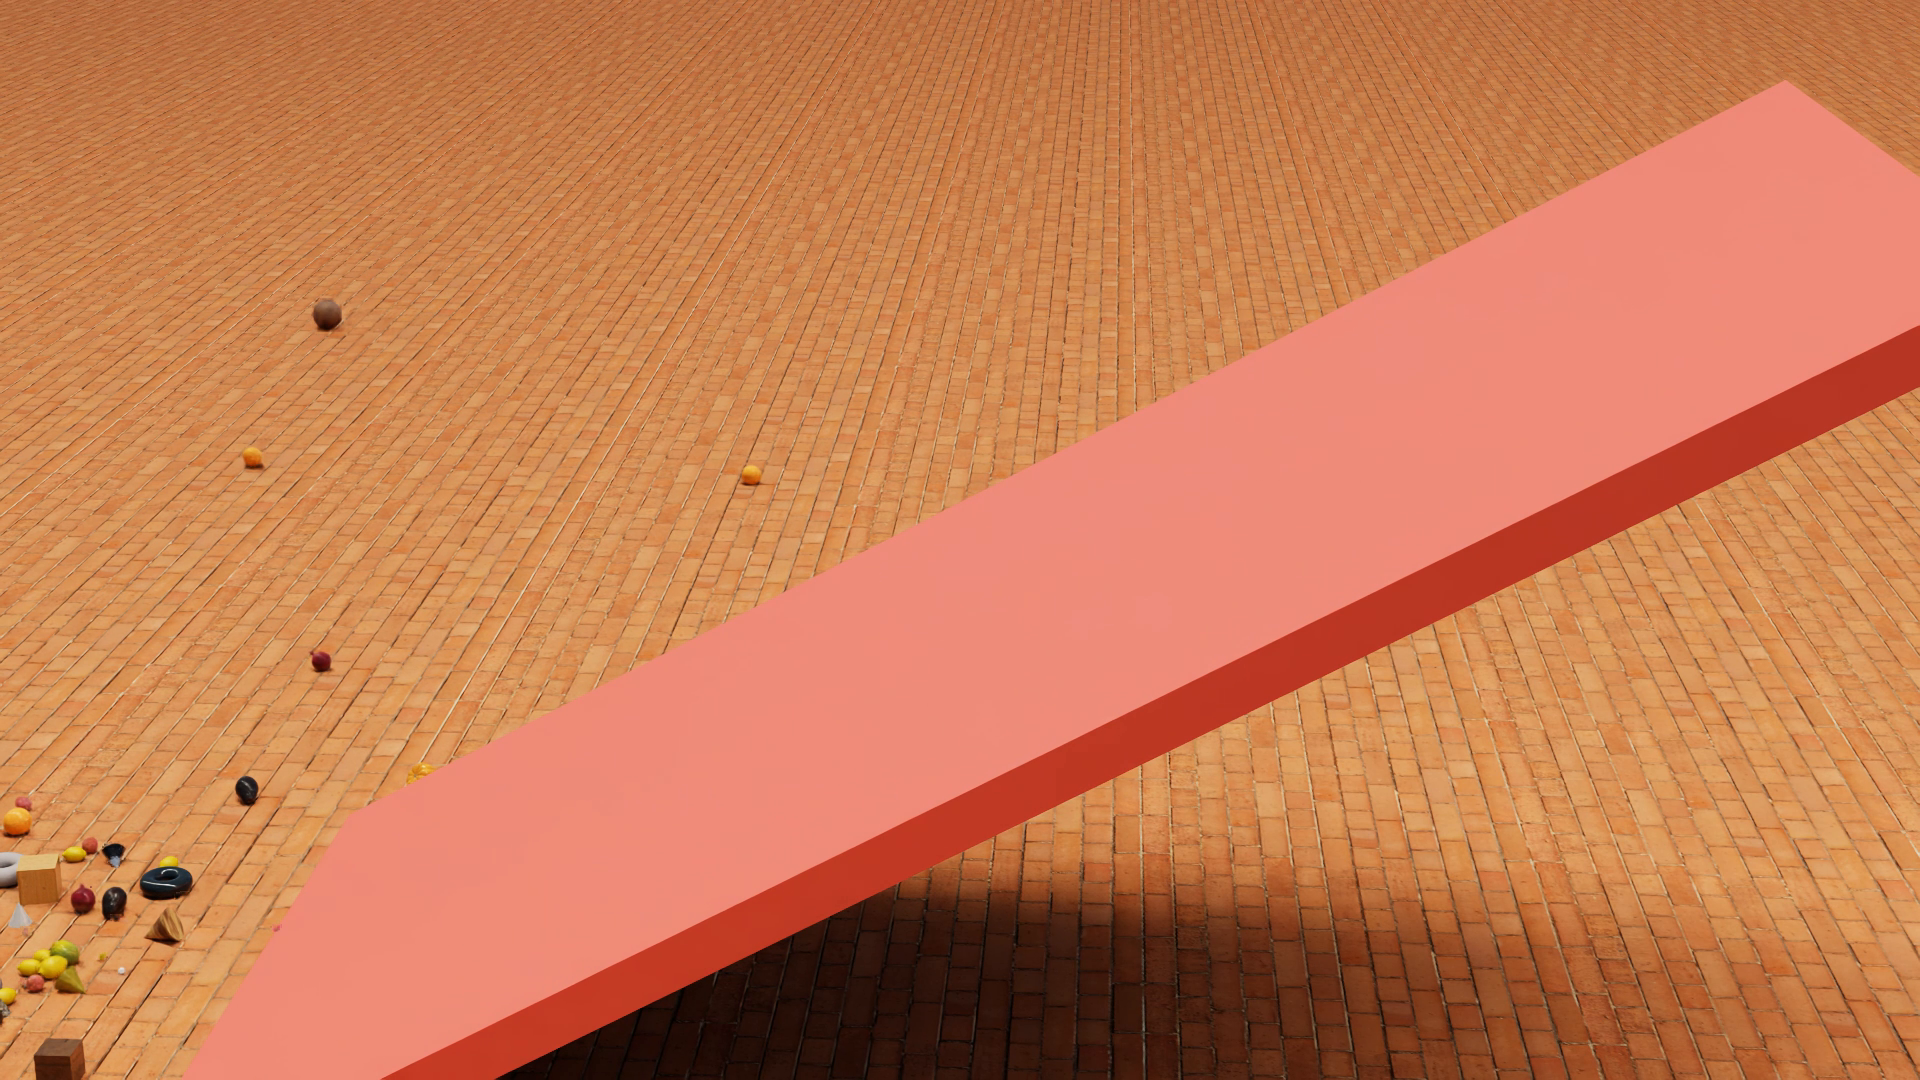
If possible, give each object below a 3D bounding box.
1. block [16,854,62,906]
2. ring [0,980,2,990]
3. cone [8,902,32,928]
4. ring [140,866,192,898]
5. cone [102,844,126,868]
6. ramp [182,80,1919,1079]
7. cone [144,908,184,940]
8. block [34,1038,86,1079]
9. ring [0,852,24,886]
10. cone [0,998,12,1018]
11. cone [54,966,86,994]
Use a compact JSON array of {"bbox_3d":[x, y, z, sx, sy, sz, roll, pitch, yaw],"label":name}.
[{"bbox_3d":[-2.292,0.845,7.323,0.092,0.092,0.092,-3,18,-10],"label":"block"},{"bbox_3d":[-2.291,1.036,6.796,0.150,0.050,0.150,1,17,0],"label":"ring"},{"bbox_3d":[-2.296,0.909,7.178,0.057,0.057,0.057,0,18,0],"label":"cone"},{"bbox_3d":[-1.988,0.857,7.366,0.131,0.044,0.131,1,18,0],"label":"ring"},{"bbox_3d":[-2.159,0.817,7.516,0.059,0.059,0.059,-7,46,-22],"label":"cone"},{"bbox_3d":[0.141,0.167,6.282,4.000,0.100,2.000,-27,14,11],"label":"ramp"},{"bbox_3d":[-1.935,0.944,7.101,0.085,0.085,0.085,-25,15,9],"label":"cone"},{"bbox_3d":[-1.963,1.142,6.414,0.080,0.080,0.080,1,18,3],"label":"block"},{"bbox_3d":[-2.419,0.833,7.432,0.146,0.049,0.146,1,19,0],"label":"ring"},{"bbox_3d":[-2.196,1.060,6.718,0.051,0.051,0.051,0,18,0],"label":"cone"},{"bbox_3d":[-2.054,1.035,6.831,0.066,0.066,0.066,33,27,12],"label":"cone"}]
